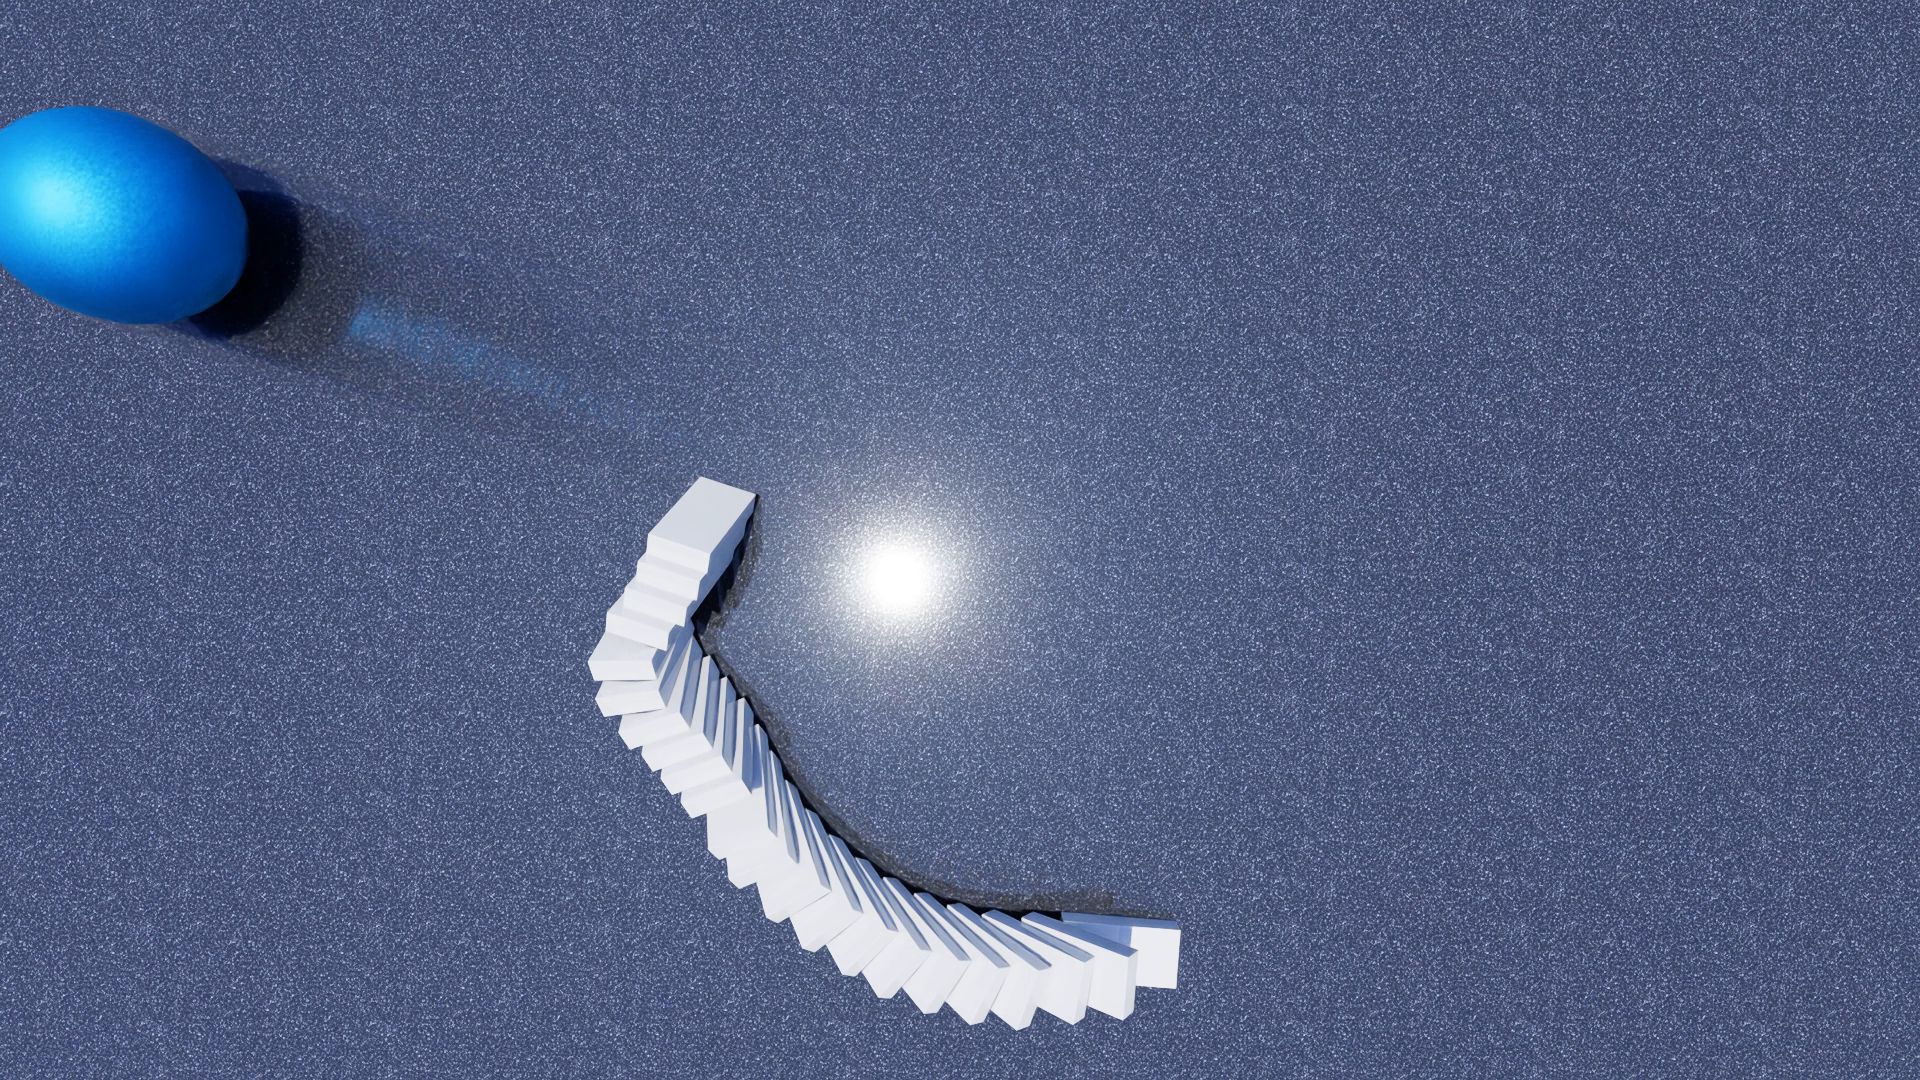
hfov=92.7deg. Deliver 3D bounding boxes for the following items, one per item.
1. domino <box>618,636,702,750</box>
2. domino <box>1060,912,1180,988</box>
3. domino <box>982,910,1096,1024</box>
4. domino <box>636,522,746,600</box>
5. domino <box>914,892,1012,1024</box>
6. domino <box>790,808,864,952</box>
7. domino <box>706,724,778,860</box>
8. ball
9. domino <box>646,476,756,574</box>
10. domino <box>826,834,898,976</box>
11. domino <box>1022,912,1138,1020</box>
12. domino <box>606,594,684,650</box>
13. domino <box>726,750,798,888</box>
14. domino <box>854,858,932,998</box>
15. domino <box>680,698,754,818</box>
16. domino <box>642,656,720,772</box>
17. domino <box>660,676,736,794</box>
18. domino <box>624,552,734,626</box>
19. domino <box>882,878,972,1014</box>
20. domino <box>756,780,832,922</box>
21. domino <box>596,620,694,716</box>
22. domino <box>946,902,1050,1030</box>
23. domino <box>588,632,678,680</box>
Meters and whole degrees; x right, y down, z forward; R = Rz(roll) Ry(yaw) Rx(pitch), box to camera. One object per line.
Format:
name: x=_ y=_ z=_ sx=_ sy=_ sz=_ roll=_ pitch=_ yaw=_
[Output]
domino: x=-0.122 y=0.061 z=0.376 sx=0.025 sy=0.050 sz=0.009 roll=-19 pitch=121 yaw=2
domino: x=0.068 y=0.177 z=0.395 sx=0.050 sy=0.010 sz=0.025 roll=5 pitch=90 yaw=0
domino: x=0.030 y=0.177 z=0.382 sx=0.050 sy=0.009 sz=0.025 roll=10 pitch=90 yaw=36
domino: x=-0.109 y=0.003 z=0.376 sx=0.025 sy=0.050 sz=0.010 roll=18 pitch=122 yaw=0
domino: x=-0.005 y=0.173 z=0.381 sx=0.050 sy=0.010 sz=0.025 roll=27 pitch=90 yaw=39
domino: x=-0.062 y=0.140 z=0.381 sx=0.025 sy=0.009 sz=0.050 roll=-38 pitch=51 yaw=0
domino: x=-0.091 y=0.103 z=0.379 sx=0.025 sy=0.010 sz=0.050 roll=-20 pitch=45 yaw=1
ball: x=-0.329 y=-0.126 z=0.360 sx=0.080 sy=0.080 sz=0.080 roll=0 pitch=90 yaw=0
domino: x=-0.105 y=-0.007 z=0.376 sx=0.025 sy=0.050 sz=0.009 roll=18 pitch=122 yaw=0
domino: x=-0.049 y=0.151 z=0.381 sx=0.025 sy=0.009 sz=0.050 roll=-45 pitch=51 yaw=0
domino: x=0.048 y=0.176 z=0.381 sx=0.050 sy=0.009 sz=0.025 roll=5 pitch=90 yaw=36
domino: x=-0.121 y=0.023 z=0.376 sx=0.025 sy=0.050 sz=0.010 roll=18 pitch=122 yaw=0
domino: x=-0.084 y=0.115 z=0.379 sx=0.025 sy=0.010 sz=0.050 roll=-22 pitch=45 yaw=-1
domino: x=-0.036 y=0.160 z=0.381 sx=0.025 sy=0.010 sz=0.050 roll=-49 pitch=51 yaw=0
domino: x=-0.099 y=0.088 z=0.376 sx=0.025 sy=0.050 sz=0.010 roll=-21 pitch=121 yaw=0
domino: x=-0.114 y=0.070 z=0.376 sx=0.025 sy=0.050 sz=0.010 roll=-20 pitch=121 yaw=0
domino: x=-0.106 y=0.079 z=0.376 sx=0.025 sy=0.050 sz=0.010 roll=-20 pitch=121 yaw=0
domino: x=-0.114 y=0.014 z=0.376 sx=0.025 sy=0.050 sz=0.009 roll=18 pitch=122 yaw=0
domino: x=-0.021 y=0.167 z=0.380 sx=0.050 sy=0.009 sz=0.025 roll=34 pitch=90 yaw=40
domino: x=-0.074 y=0.128 z=0.380 sx=0.025 sy=0.009 sz=0.050 roll=-31 pitch=50 yaw=0
domino: x=-0.128 y=0.050 z=0.376 sx=0.025 sy=0.050 sz=0.009 roll=-8 pitch=122 yaw=4
domino: x=0.011 y=0.176 z=0.381 sx=0.050 sy=0.010 sz=0.025 roll=21 pitch=90 yaw=39
domino: x=-0.130 y=0.037 z=0.376 sx=0.025 sy=0.050 sz=0.010 roll=-1 pitch=123 yaw=4
